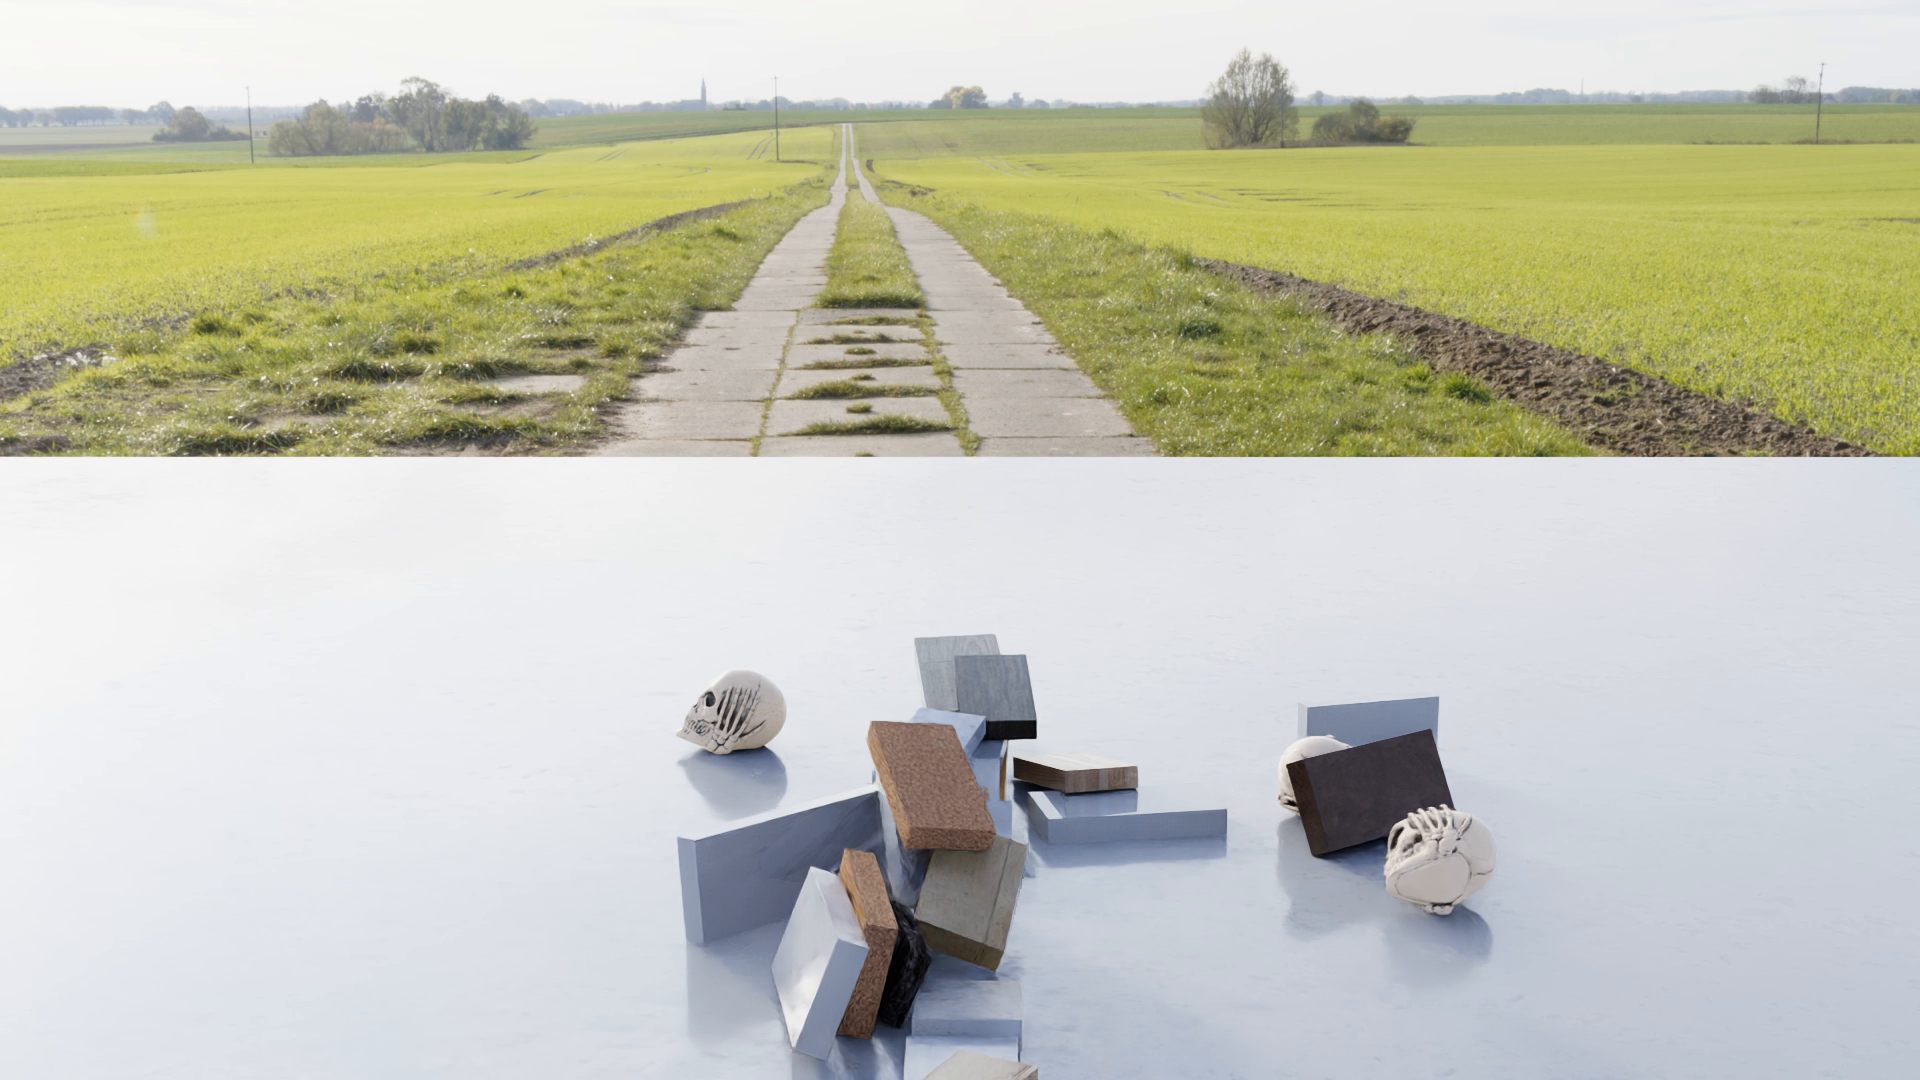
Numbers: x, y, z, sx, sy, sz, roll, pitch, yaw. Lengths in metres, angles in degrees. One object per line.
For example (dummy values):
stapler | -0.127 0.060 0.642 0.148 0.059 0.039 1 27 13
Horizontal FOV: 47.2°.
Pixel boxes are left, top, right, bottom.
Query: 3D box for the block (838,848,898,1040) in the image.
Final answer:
block | -0.150 0.586 3.223 0.047 0.165 0.330 13 8 -10

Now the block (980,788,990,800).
block | 0.002 0.508 3.819 0.104 0.029 0.208 -1 33 -1

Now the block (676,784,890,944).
block | -0.268 0.520 3.580 0.425 0.165 0.047 -10 8 -43

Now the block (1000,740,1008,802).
block | 0.006 0.417 4.269 0.171 0.049 0.343 1 23 3

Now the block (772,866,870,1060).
block | -0.203 0.597 3.139 0.047 0.165 0.330 21 5 -13

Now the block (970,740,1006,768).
block | 0.004 0.437 4.108 0.131 0.037 0.262 4 28 9

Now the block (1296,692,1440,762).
block | 0.811 0.386 4.371 0.288 0.144 0.041 -3 11 -17

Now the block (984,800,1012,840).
block | 0.035 0.522 3.740 0.104 0.029 0.208 0 33 2

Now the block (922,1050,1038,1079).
block | -0.004 0.680 2.650 0.110 0.031 0.221 6 12 28

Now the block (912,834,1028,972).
block | 0.014 0.550 3.448 0.145 0.041 0.291 20 27 0

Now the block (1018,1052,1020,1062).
block | 0.006 0.721 2.848 0.145 0.041 0.291 0 11 0

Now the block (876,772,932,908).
block | -0.050 0.486 3.608 0.145 0.041 0.291 15 37 -22

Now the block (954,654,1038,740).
block | 0.067 0.305 4.293 0.144 0.041 0.288 -1 23 -2

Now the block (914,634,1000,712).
block | 0.005 0.288 4.452 0.171 0.049 0.343 -3 23 -5

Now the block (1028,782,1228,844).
block | 0.305 0.500 4.027 0.332 0.047 0.166 -2 11 -11

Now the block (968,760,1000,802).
block | 0.005 0.481 3.944 0.131 0.037 0.262 0 28 2

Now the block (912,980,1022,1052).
block | 0.012 0.655 3.039 0.145 0.041 0.291 0 -2 1

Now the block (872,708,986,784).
block | -0.054 0.390 4.039 0.131 0.037 0.262 6 24 17

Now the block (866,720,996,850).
block | -0.050 0.399 3.596 0.145 0.041 0.291 5 29 -19

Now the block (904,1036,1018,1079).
block | 0.002 0.698 2.748 0.145 0.041 0.291 0 11 0

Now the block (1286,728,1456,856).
block | 0.742 0.451 3.952 0.332 0.166 0.047 -8 -12 -36

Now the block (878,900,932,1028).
block | -0.094 0.617 3.211 0.031 0.110 0.221 23 5 -13

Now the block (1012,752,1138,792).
block | 0.218 0.443 4.201 0.144 0.041 0.288 -2 0 -18
